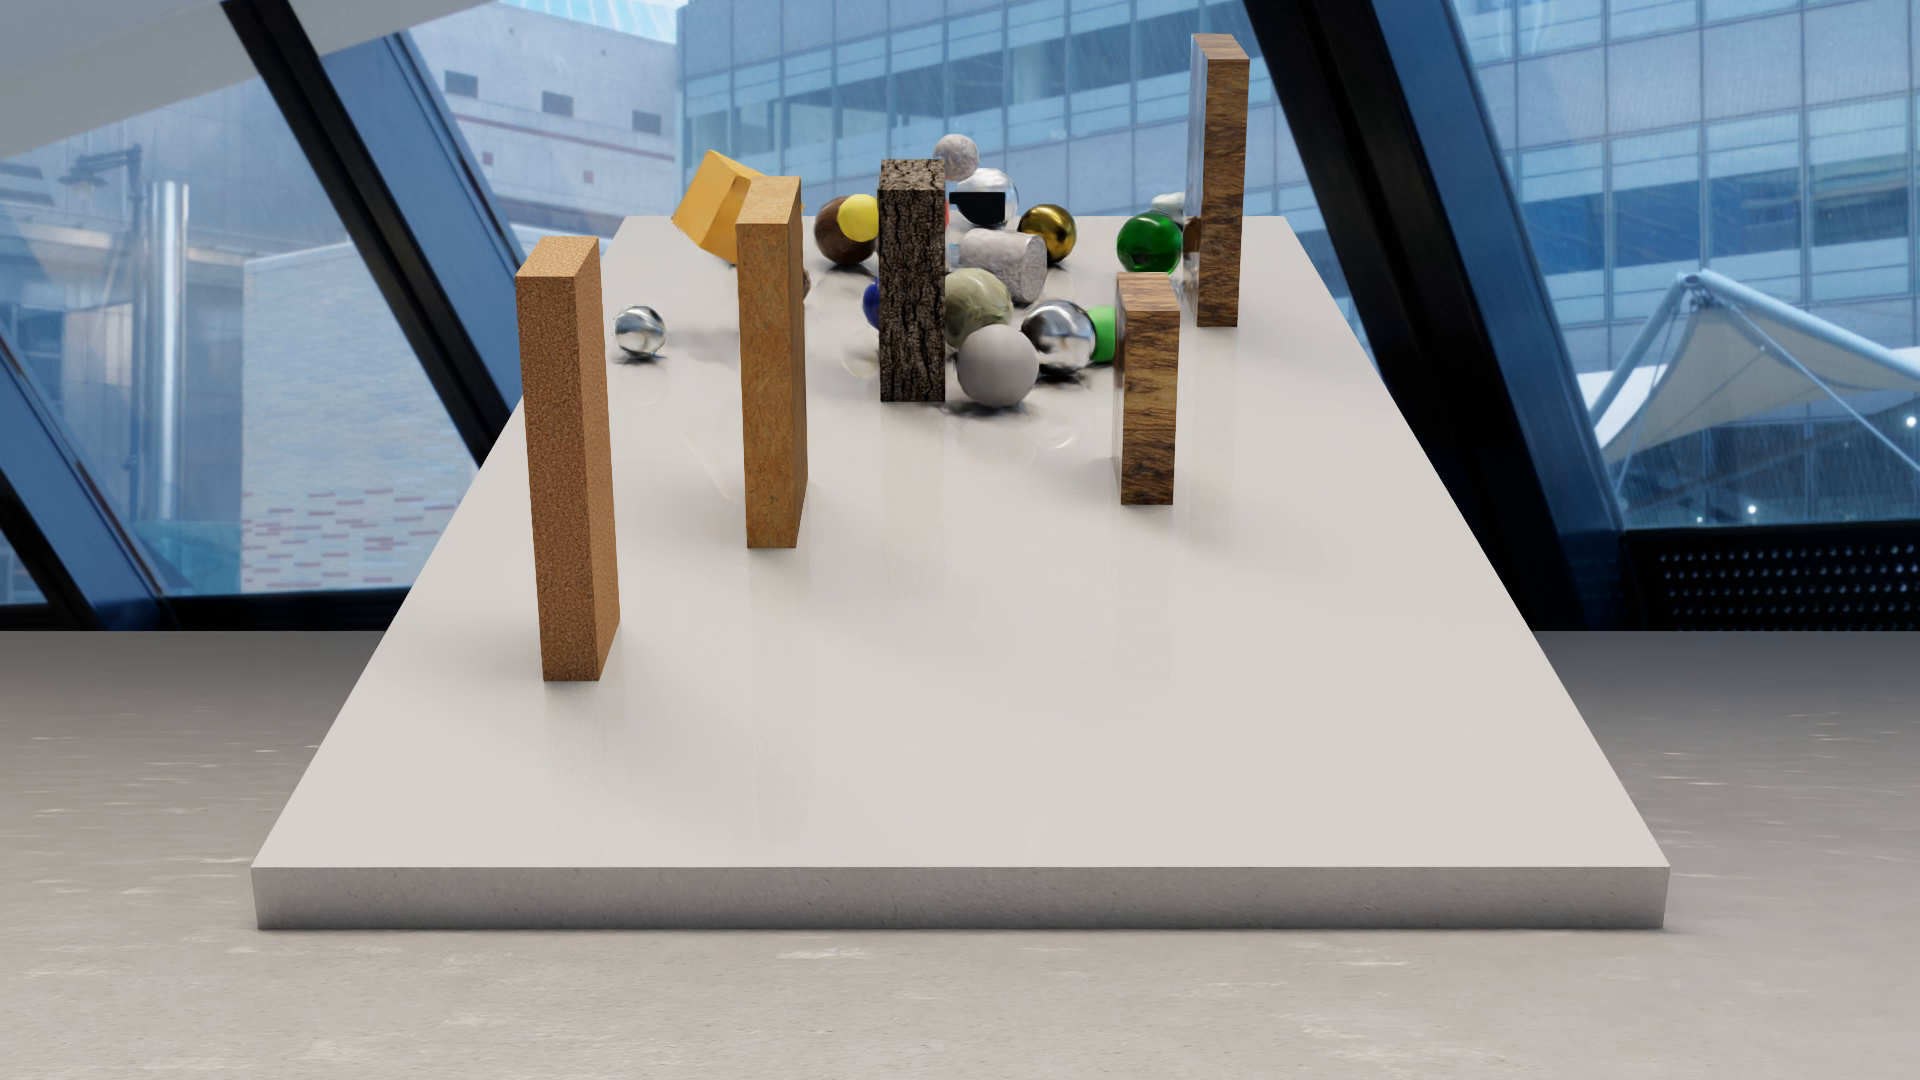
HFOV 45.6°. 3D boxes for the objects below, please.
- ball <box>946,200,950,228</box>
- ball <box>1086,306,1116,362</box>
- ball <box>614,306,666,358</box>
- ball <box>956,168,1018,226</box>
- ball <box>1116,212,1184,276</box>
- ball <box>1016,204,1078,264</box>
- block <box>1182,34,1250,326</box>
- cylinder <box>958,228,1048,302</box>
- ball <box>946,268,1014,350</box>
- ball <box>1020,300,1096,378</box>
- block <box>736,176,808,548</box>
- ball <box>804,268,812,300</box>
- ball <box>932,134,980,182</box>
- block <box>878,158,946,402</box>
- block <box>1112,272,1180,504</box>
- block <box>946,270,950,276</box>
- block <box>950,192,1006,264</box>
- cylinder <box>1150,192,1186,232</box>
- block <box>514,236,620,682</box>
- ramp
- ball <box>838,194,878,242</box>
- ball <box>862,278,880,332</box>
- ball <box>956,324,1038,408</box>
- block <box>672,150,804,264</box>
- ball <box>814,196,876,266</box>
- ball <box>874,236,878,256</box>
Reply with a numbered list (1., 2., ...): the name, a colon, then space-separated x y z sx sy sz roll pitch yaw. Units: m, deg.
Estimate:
1. ball: -0.118 -0.941 6.583 0.179 0.179 0.179 0 -2 0
2. ball: 0.345 -0.495 5.493 0.138 0.138 0.138 0 -2 0
3. ball: -0.774 -0.503 5.525 0.126 0.126 0.126 0 -2 0
4. ball: 0.077 -1.001 6.722 0.190 0.190 0.190 0 -2 0
5. ball: 0.516 -0.797 6.207 0.186 0.186 0.186 0 -2 0
6. ball: 0.243 -0.854 6.375 0.169 0.169 0.169 0 -2 0
7. block: 0.653 -0.929 5.871 0.103 0.674 0.403 0 21 0
8. cylinder: 0.114 -0.725 6.025 0.179 0.179 0.179 10 2 23
9. ball: 0.028 -0.562 5.568 0.203 0.203 0.203 0 -2 0
10. ball: 0.231 -0.475 5.378 0.183 0.183 0.183 0 -2 0
11. block: -0.361 -0.352 4.437 0.093 0.631 0.403 0 21 0
12. ball: -0.448 -0.670 5.965 0.119 0.119 0.119 0 -2 0
13. ball: -0.012 -1.086 6.491 0.136 0.136 0.136 0 -2 0
14. block: -0.108 -0.605 5.286 0.149 0.490 0.334 0 21 0
15. block: 0.375 -0.311 4.653 0.105 0.402 0.294 0 21 0
16. block: -0.090 -0.622 5.790 0.122 0.122 0.122 3 0 8
17. block: 0.048 -0.868 6.348 0.154 0.154 0.154 0 -12 0
18. cylinder: 0.631 -0.950 6.628 0.114 0.114 0.114 -1 -2 41
19. block: -0.646 -0.135 3.794 0.093 0.690 0.263 0 21 0
20. ramp: -0.006 -0.216 5.100 2.000 0.100 4.000 0 21 0
21. ball: -0.263 -0.860 6.099 0.128 0.128 0.128 0 -2 0
22. ball: -0.169 -0.572 5.553 0.141 0.141 0.141 0 -2 0
23. ball: 0.084 -0.393 5.159 0.188 0.188 0.188 0 -2 0
24. block: -0.547 -0.805 5.628 0.201 0.201 0.201 21 15 -35
25. ball: -0.312 -0.862 6.360 0.192 0.192 0.192 0 -2 0
26. ball: -0.140 -0.818 6.251 0.191 0.191 0.191 0 -2 0
